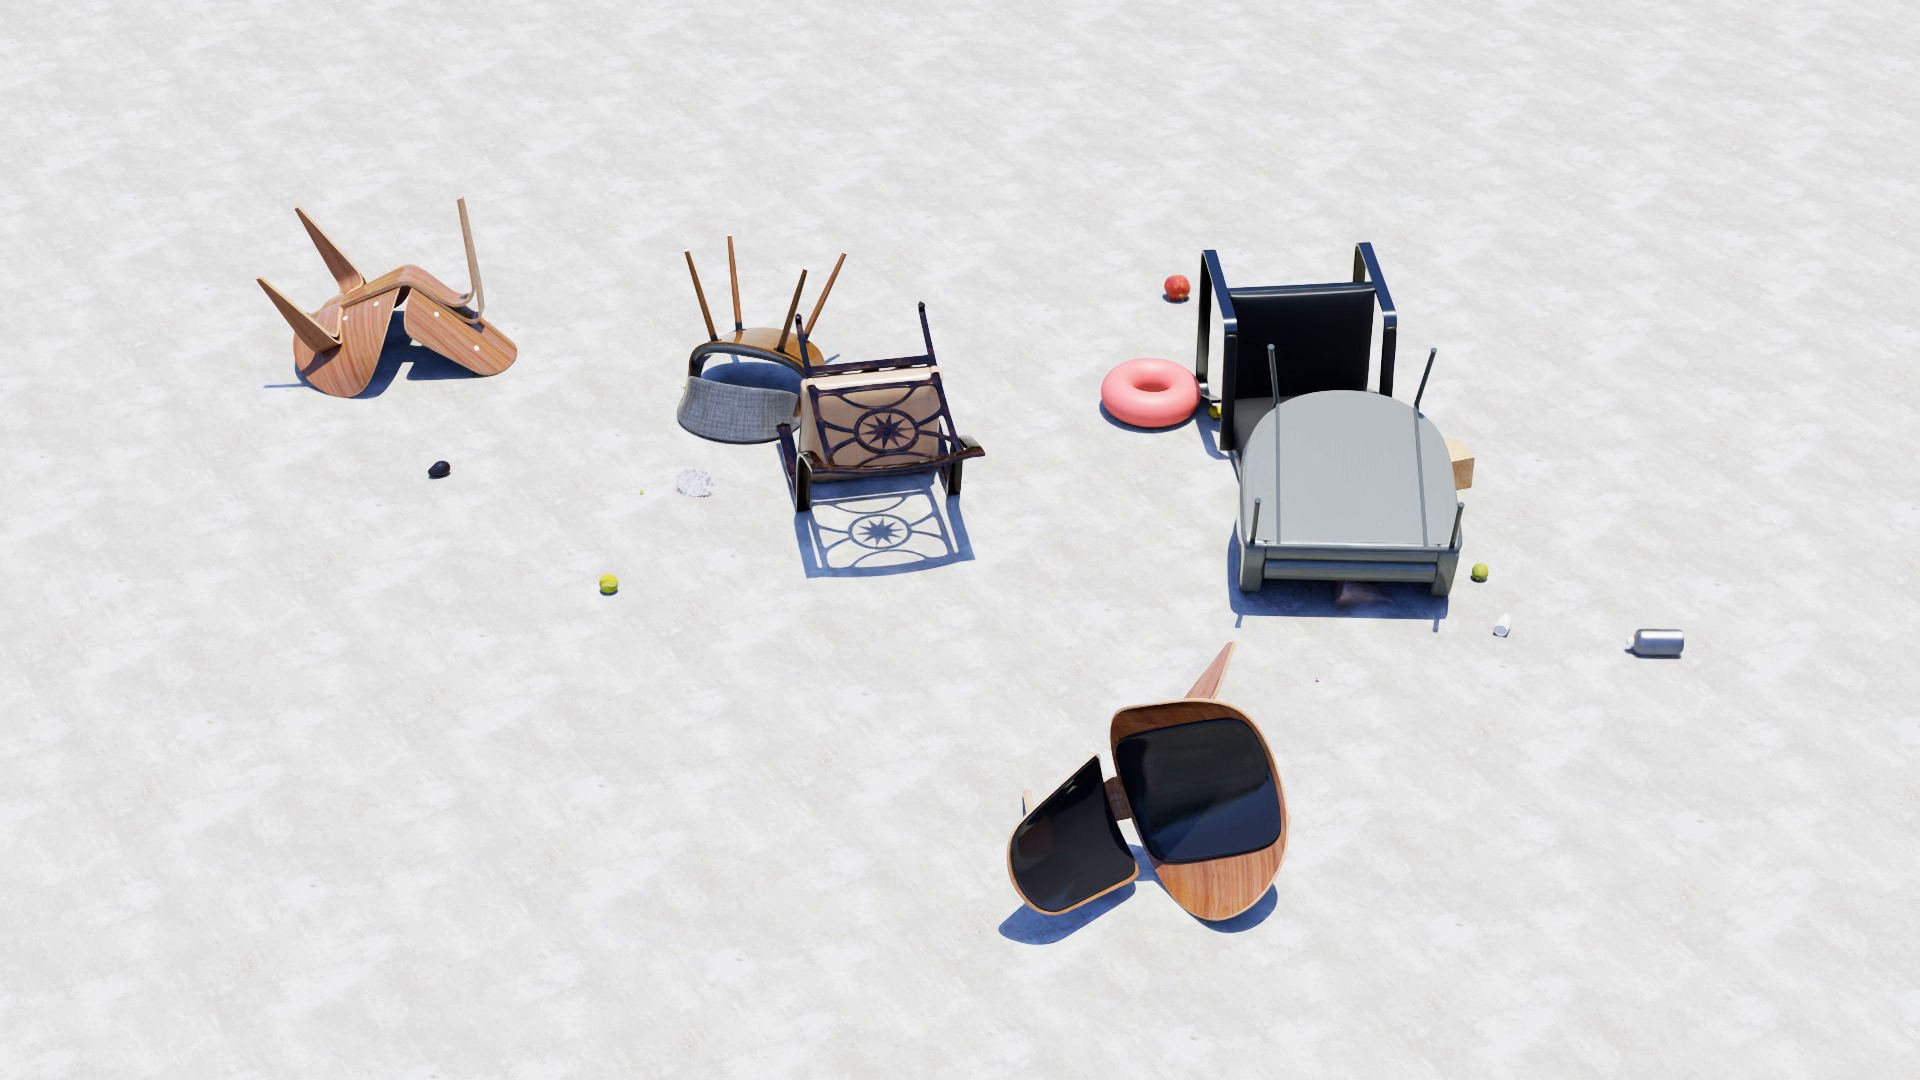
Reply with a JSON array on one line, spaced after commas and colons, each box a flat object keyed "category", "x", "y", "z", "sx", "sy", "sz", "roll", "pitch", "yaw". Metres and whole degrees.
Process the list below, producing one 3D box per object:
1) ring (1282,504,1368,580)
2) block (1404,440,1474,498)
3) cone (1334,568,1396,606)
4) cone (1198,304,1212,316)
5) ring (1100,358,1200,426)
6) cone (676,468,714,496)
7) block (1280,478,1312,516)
[{"category": "ring", "x": 1.348, "y": 0.004, "z": 10.831, "sx": 0.314, "sy": 0.122, "sz": 0.419, "roll": 10, "pitch": 36, "yaw": 16}, {"category": "block", "x": 1.837, "y": -0.276, "z": 11.238, "sx": 0.216, "sy": 0.138, "sz": 0.141, "roll": -10, "pitch": 35, "yaw": -15}, {"category": "cone", "x": 1.474, "y": 0.198, "z": 10.592, "sx": 0.224, "sy": 0.119, "sz": 0.176, "roll": 14, "pitch": 31, "yaw": -5}, {"category": "cone", "x": 1.041, "y": -0.966, "z": 12.390, "sx": 0.068, "sy": 0.050, "sz": 0.047, "roll": -8, "pitch": 63, "yaw": -15}, {"category": "ring", "x": 0.763, "y": -0.589, "z": 11.712, "sx": 0.399, "sy": 0.142, "sz": 0.413, "roll": 17, "pitch": 36, "yaw": 22}, {"category": "cone", "x": -1.007, "y": -0.217, "z": 11.234, "sx": 0.149, "sy": 0.108, "sz": 0.070, "roll": 16, "pitch": -4, "yaw": 6}, {"category": "block", "x": 1.274, "y": -0.162, "z": 11.105, "sx": 0.069, "sy": 0.094, "sz": 0.111, "roll": -12, "pitch": 35, "yaw": -18}]
